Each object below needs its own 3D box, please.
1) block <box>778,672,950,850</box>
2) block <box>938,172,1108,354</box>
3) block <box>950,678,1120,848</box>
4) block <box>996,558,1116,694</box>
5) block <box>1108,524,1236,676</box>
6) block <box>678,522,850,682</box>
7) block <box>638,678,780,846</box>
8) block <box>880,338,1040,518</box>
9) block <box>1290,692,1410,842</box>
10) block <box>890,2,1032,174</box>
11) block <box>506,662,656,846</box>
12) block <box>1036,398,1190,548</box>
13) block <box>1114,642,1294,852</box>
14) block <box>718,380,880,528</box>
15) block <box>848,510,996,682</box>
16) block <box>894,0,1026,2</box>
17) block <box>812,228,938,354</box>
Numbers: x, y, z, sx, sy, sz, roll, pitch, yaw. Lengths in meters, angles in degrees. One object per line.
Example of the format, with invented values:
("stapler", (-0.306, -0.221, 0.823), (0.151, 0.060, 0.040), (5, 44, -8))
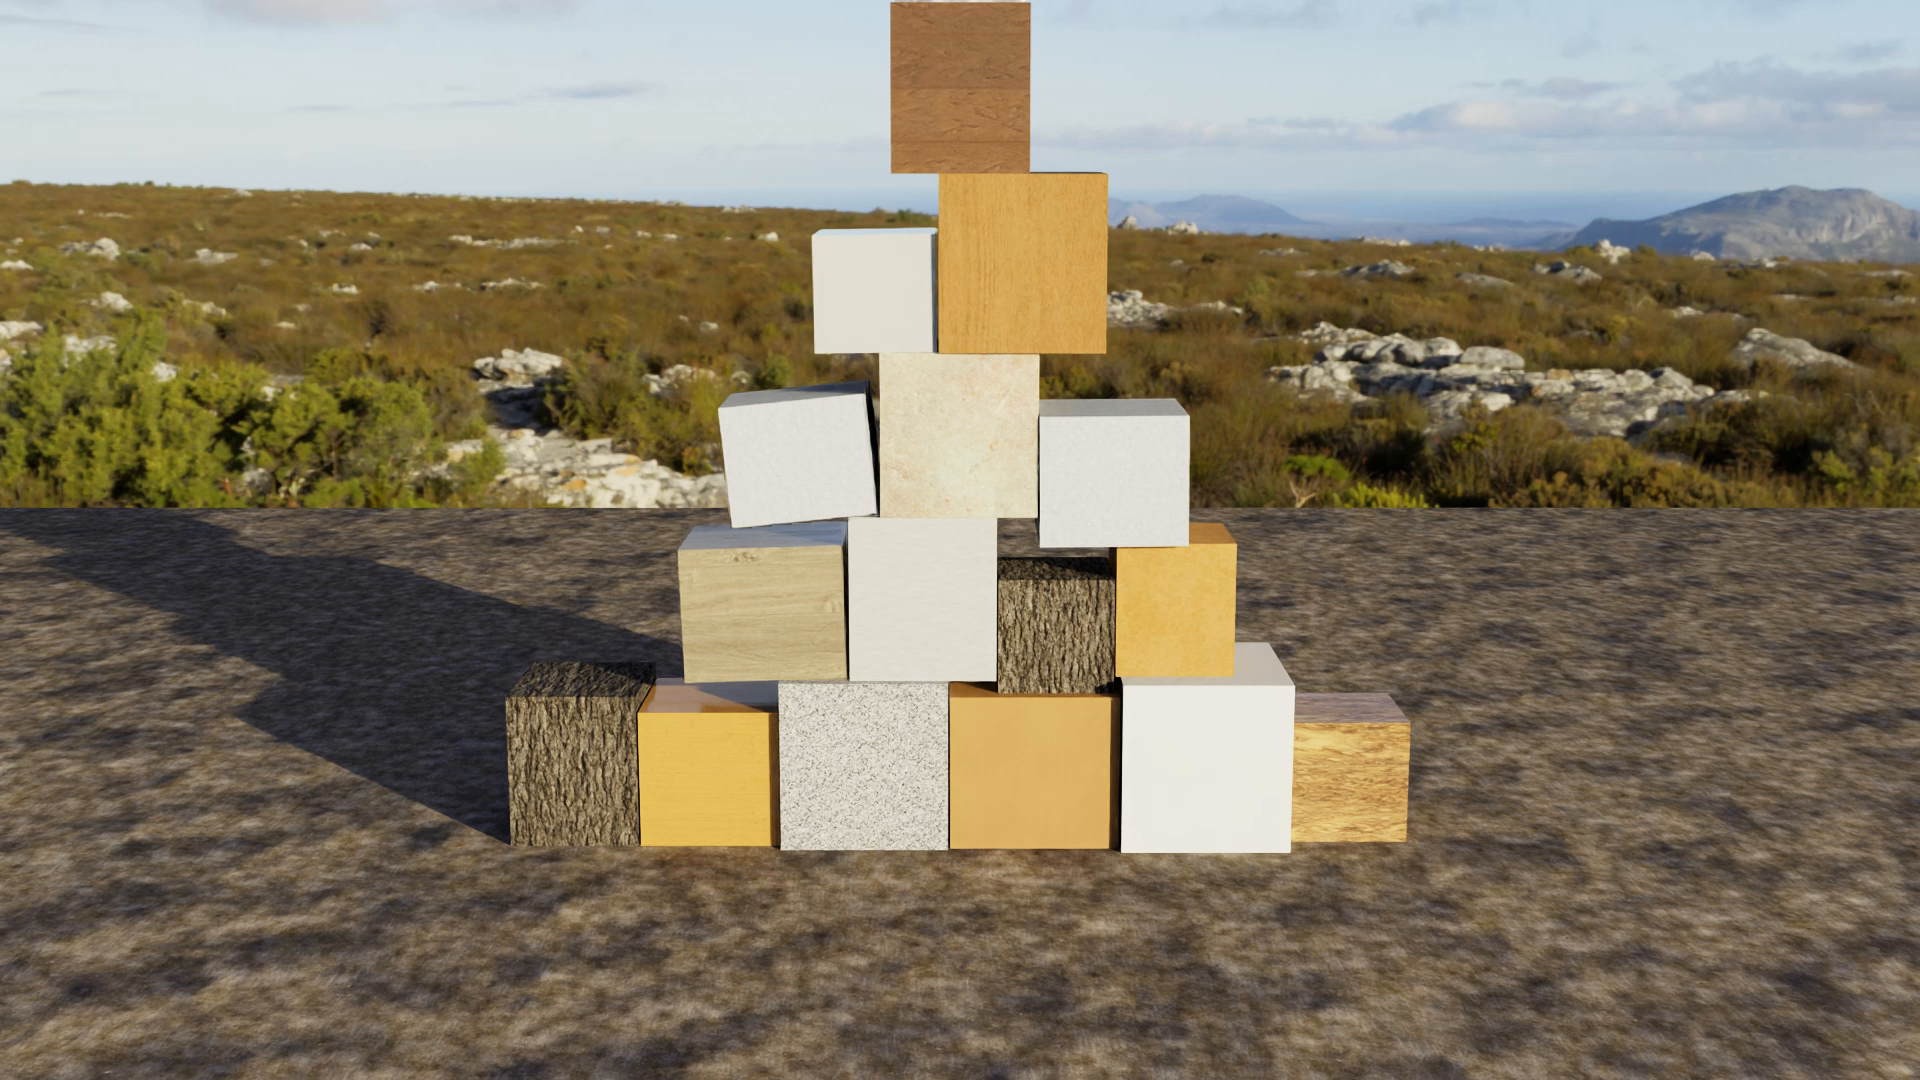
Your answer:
("block", (-0.478, 1.058, 11.359), (0.838, 0.855, 0.847), (0, 10, 0))
("block", (0.303, -1.392, 10.932), (0.807, 0.856, 0.782), (0, 10, 0))
("block", (0.373, 1.090, 11.392), (0.845, 0.780, 0.847), (0, 10, 0))
("block", (0.479, 0.428, 11.240), (0.578, 0.576, 0.616), (0, 10, 0))
("block", (1.074, 0.298, 11.241), (0.592, 0.677, 0.598), (0, 10, 0))
("block", (-0.975, 0.307, 11.233), (0.812, 0.672, 0.694), (-2, 10, 0))
("block", (-1.257, 1.137, 11.382), (0.701, 0.691, 0.726), (0, 10, 0))
("block", (-0.003, -0.576, 11.095), (0.775, 0.809, 0.760), (0, 10, 0))
("block", (1.961, 1.169, 11.397), (0.604, 0.622, 0.608), (0, 10, 0))
("block", (0.003, -2.205, 10.779), (0.665, 0.797, 0.697), (0, 10, 0))
("block", (-1.940, 1.095, 11.380), (0.645, 0.773, 0.742), (0, 10, 0))
("block", (0.755, -0.349, 11.107), (0.730, 0.645, 0.733), (-1, 10, 0))
("block", (1.227, 1.054, 11.370), (0.844, 0.857, 0.950), (0, 10, 0))
("block", (-0.791, -0.443, 11.085), (0.721, 0.596, 0.638), (-6, 10, 1))
("block", (-0.183, 0.227, 11.238), (0.729, 0.823, 0.772), (0, 10, 0))
("block", (0.003, -2.884, 10.644), (0.623, 0.586, 0.610), (0, 10, 0))
("block", (-0.411, -1.250, 10.955), (0.592, 0.568, 0.700), (-1, 10, 0))
